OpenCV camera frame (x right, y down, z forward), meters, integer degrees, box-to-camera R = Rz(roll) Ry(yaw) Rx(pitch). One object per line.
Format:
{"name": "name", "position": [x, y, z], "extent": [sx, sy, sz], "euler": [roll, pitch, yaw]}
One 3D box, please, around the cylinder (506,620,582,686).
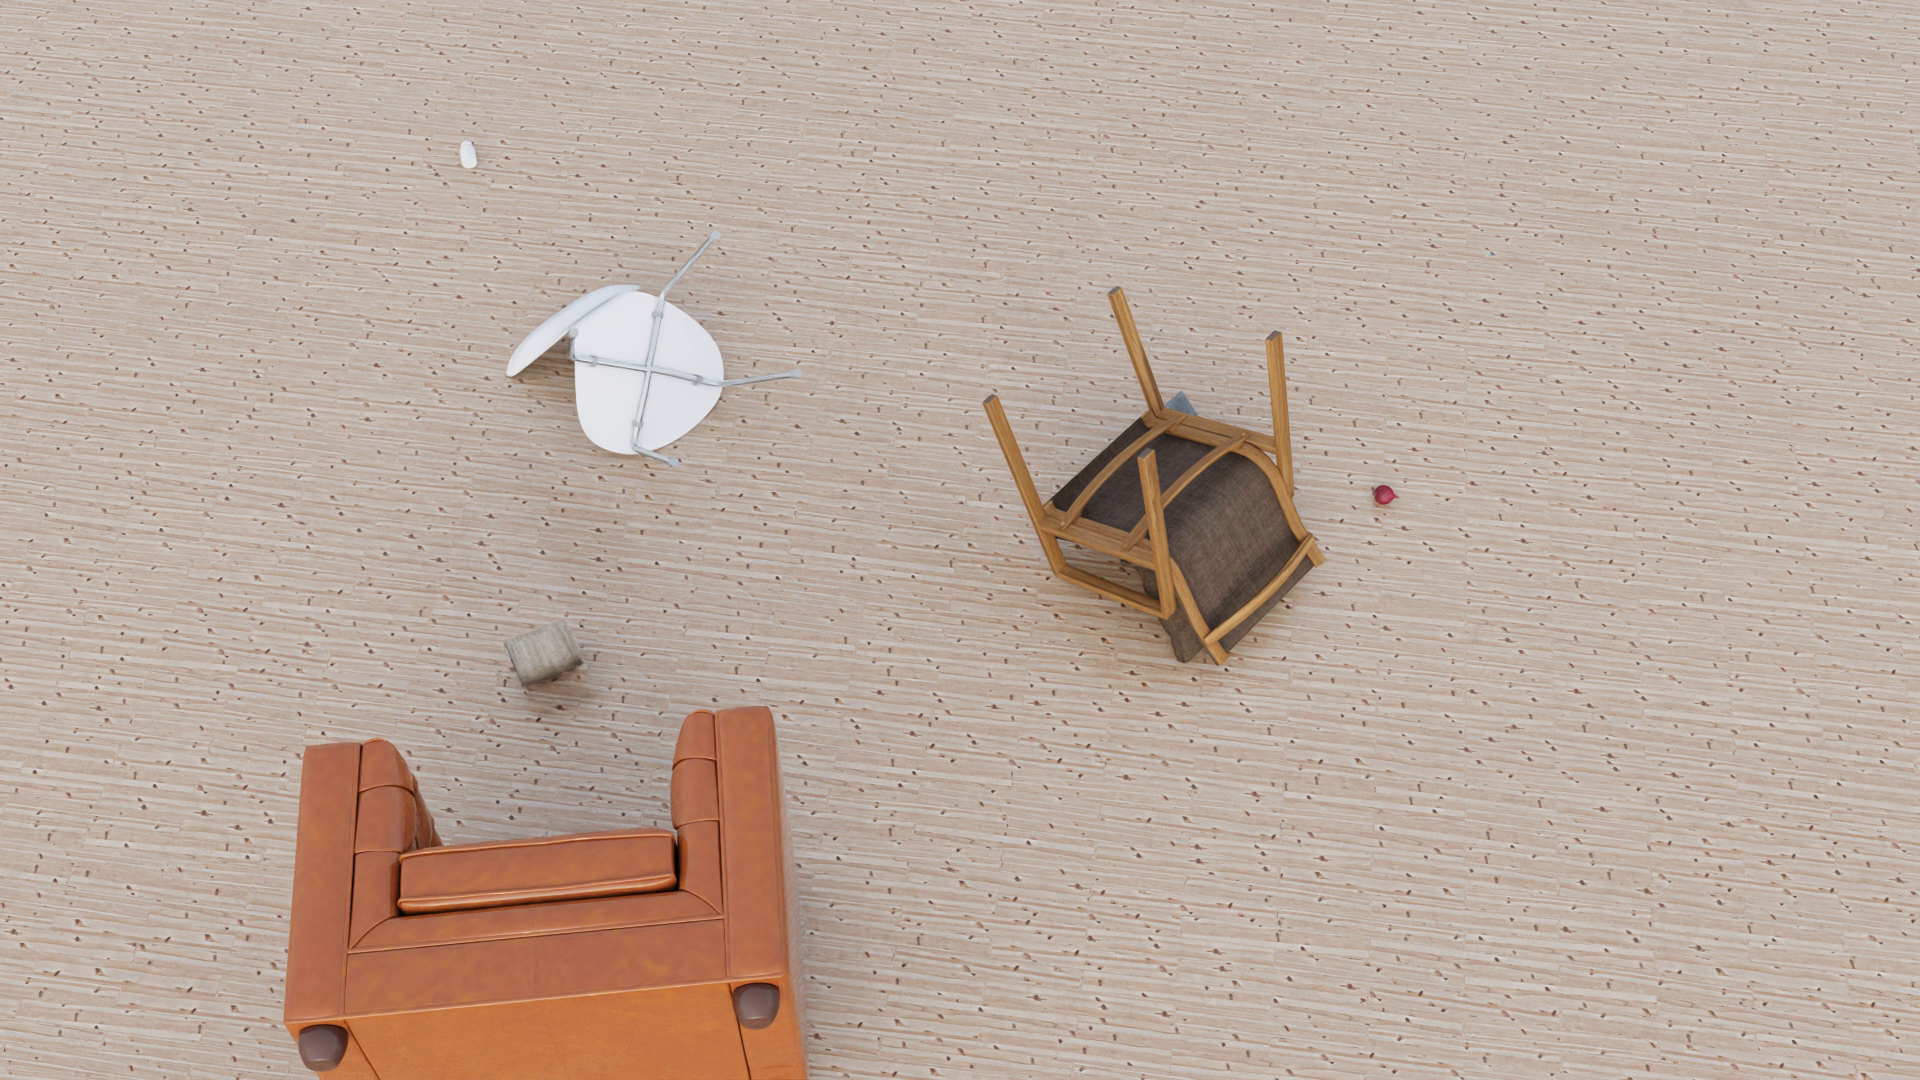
{"name": "cylinder", "position": [-1.188, 0.323, 6.273], "extent": [0.180, 0.122, 0.186], "euler": [-21, 29, -13]}

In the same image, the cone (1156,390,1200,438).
{"name": "cone", "position": [0.675, -0.414, 6.759], "extent": [0.135, 0.154, 0.134], "euler": [10, 57, 6]}
